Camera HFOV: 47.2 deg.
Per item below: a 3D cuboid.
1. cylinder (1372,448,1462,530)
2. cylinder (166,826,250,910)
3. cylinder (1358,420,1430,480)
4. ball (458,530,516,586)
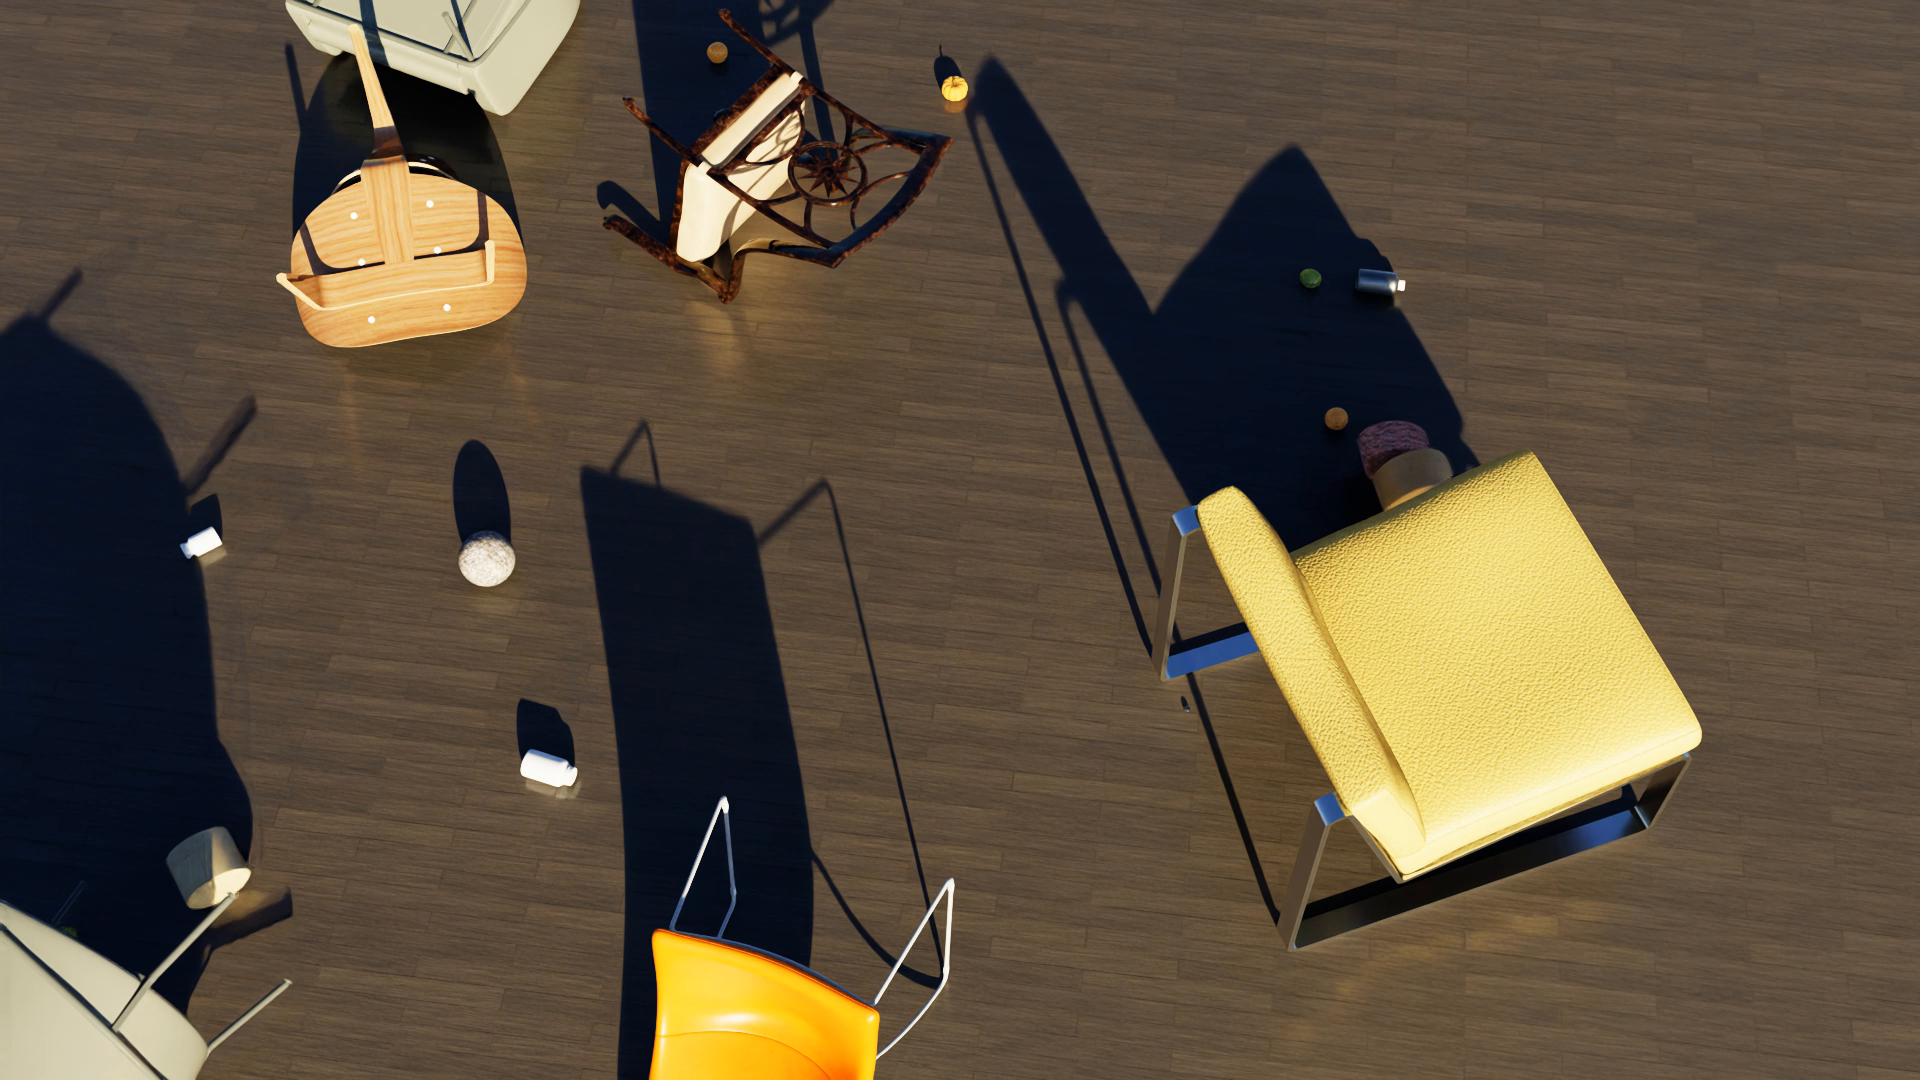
[{"bbox_3d":[1.358,-0.150,6.541,0.230,0.221,0.133,-23,56,15],"label":"cylinder"},{"bbox_3d":[-2.019,0.880,5.906,0.180,0.128,0.148,-32,62,-12],"label":"cylinder"},{"bbox_3d":[1.313,-0.259,6.626,0.235,0.184,0.105,18,49,-32],"label":"cylinder"},{"bbox_3d":[-1.385,0.054,6.438,0.165,0.165,0.165,0,56,0],"label":"ball"}]
